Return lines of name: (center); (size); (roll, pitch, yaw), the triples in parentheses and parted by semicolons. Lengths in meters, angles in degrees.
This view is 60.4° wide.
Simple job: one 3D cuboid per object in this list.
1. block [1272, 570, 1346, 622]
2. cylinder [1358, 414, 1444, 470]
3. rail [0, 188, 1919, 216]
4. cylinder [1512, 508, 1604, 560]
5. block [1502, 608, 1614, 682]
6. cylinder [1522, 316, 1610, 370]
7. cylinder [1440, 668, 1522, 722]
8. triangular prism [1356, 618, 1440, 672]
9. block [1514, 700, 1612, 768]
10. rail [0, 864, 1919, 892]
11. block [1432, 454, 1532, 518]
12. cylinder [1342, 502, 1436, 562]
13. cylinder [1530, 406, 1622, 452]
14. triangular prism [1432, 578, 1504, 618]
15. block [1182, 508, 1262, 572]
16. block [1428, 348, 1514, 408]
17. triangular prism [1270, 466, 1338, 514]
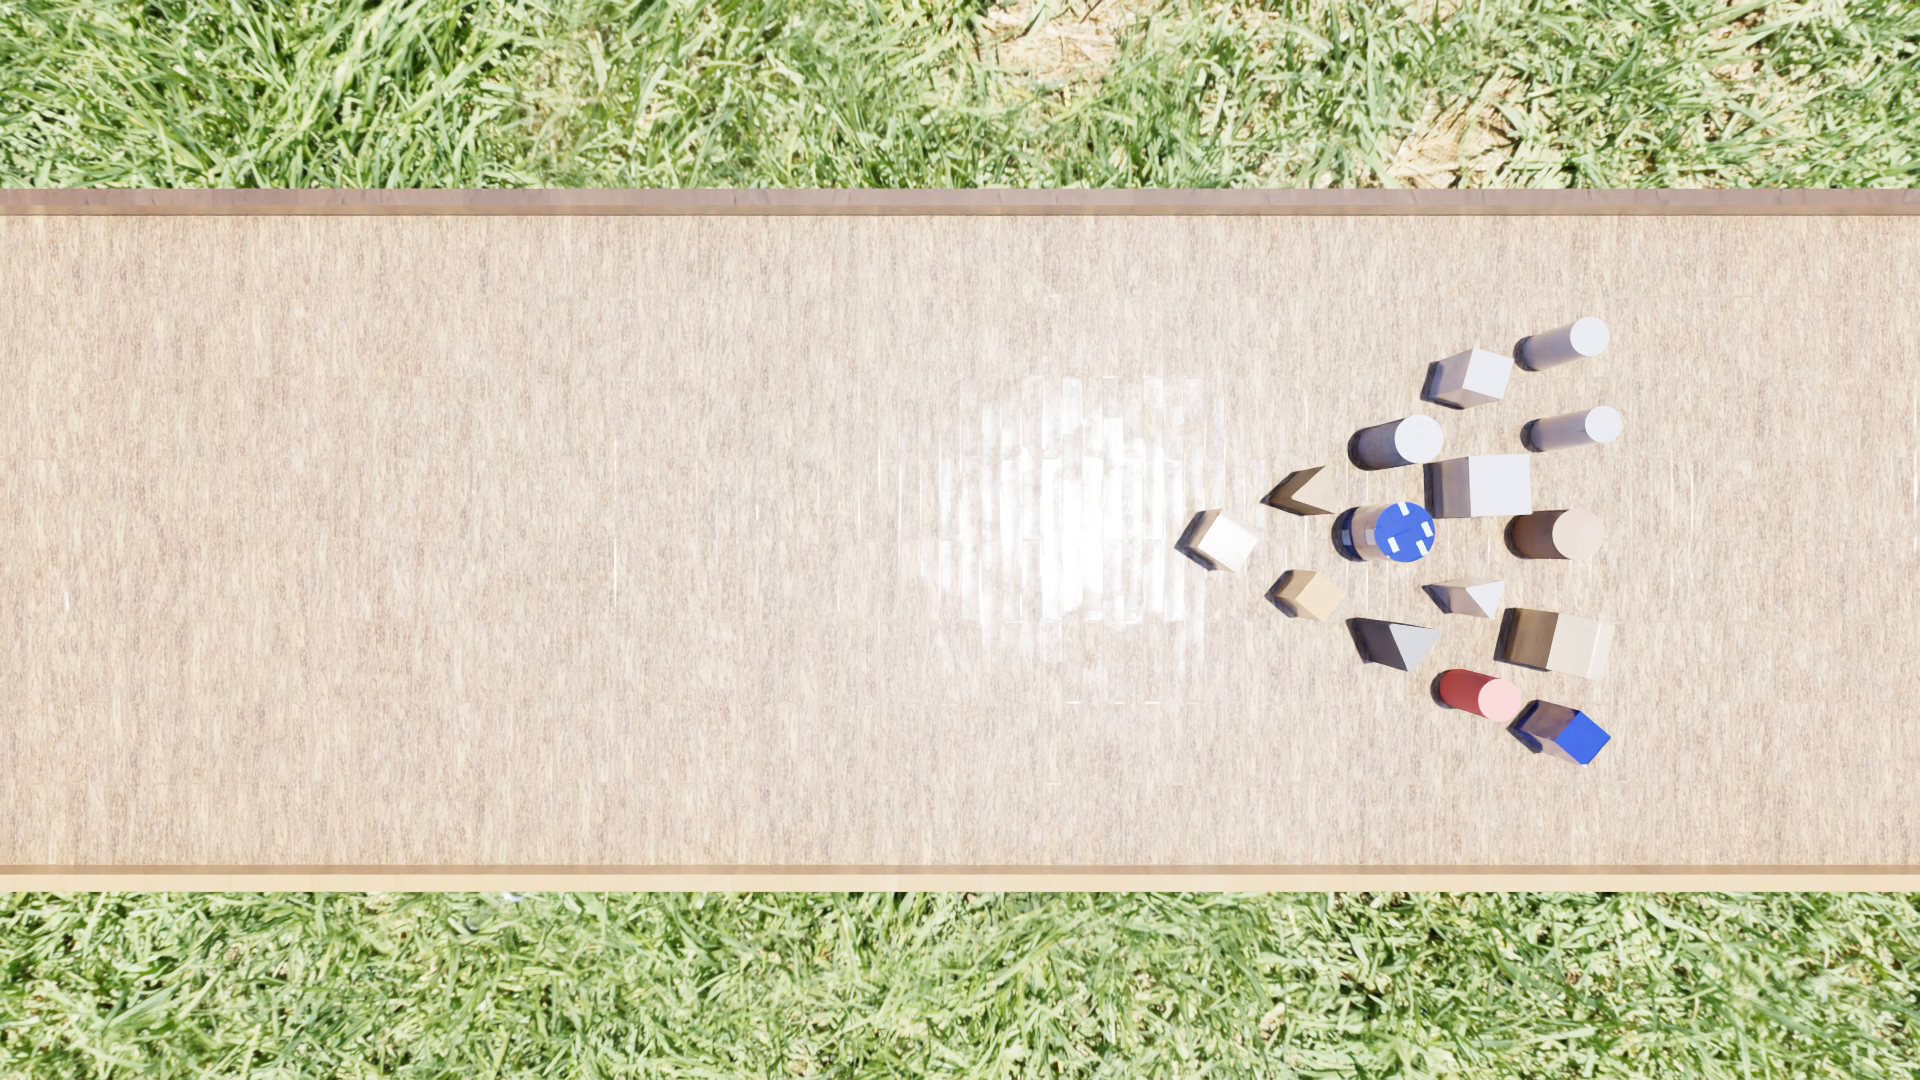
block: (1.033, 0.163, 4.899); (0.104, 0.355, 0.104); (40, 90, 0)
cylinder: (1.293, -0.284, 4.860); (0.137, 0.434, 0.137); (0, 90, 0)
rail: (-2.247, -1.025, 5.002); (12.000, 0.150, 0.050); (0, 90, 0)
cylinder: (1.774, -0.016, 4.904); (0.148, 0.346, 0.148); (0, 90, 0)
block: (1.766, 0.305, 4.885); (0.163, 0.383, 0.163); (13, 90, 0)
cylinder: (1.787, -0.577, 4.878); (0.111, 0.397, 0.111); (0, 90, 0)
cylinder: (1.537, 0.456, 4.886); (0.122, 0.381, 0.122); (0, 90, 0)
triangular prism: (1.269, 0.279, 4.874); (0.128, 0.405, 0.148); (37, 90, 0)
block: (1.787, 0.572, 4.904); (0.117, 0.346, 0.117); (40, 90, 0)
rail: (-2.247, 1.025, 5.001); (12.000, 0.150, 0.050); (0, 90, 0)
block: (1.543, -0.157, 4.894); (0.173, 0.366, 0.173); (-2, 90, 0)
cylinder: (1.259, -0.022, 4.871); (0.172, 0.410, 0.172); (0, 90, 0)
cylinder: (1.809, -0.325, 4.856); (0.104, 0.441, 0.104); (0, 90, 0)
triangular prism: (1.522, 0.150, 4.897); (0.098, 0.358, 0.114); (-41, 90, 0)
block: (0.774, 0.001, 4.902); (0.133, 0.350, 0.133); (33, 90, 0)
block: (1.514, -0.477, 4.902); (0.120, 0.348, 0.120); (16, 90, 0)
triangular prism: (1.034, -0.156, 4.896); (0.139, 0.361, 0.120); (18, 90, 0)
